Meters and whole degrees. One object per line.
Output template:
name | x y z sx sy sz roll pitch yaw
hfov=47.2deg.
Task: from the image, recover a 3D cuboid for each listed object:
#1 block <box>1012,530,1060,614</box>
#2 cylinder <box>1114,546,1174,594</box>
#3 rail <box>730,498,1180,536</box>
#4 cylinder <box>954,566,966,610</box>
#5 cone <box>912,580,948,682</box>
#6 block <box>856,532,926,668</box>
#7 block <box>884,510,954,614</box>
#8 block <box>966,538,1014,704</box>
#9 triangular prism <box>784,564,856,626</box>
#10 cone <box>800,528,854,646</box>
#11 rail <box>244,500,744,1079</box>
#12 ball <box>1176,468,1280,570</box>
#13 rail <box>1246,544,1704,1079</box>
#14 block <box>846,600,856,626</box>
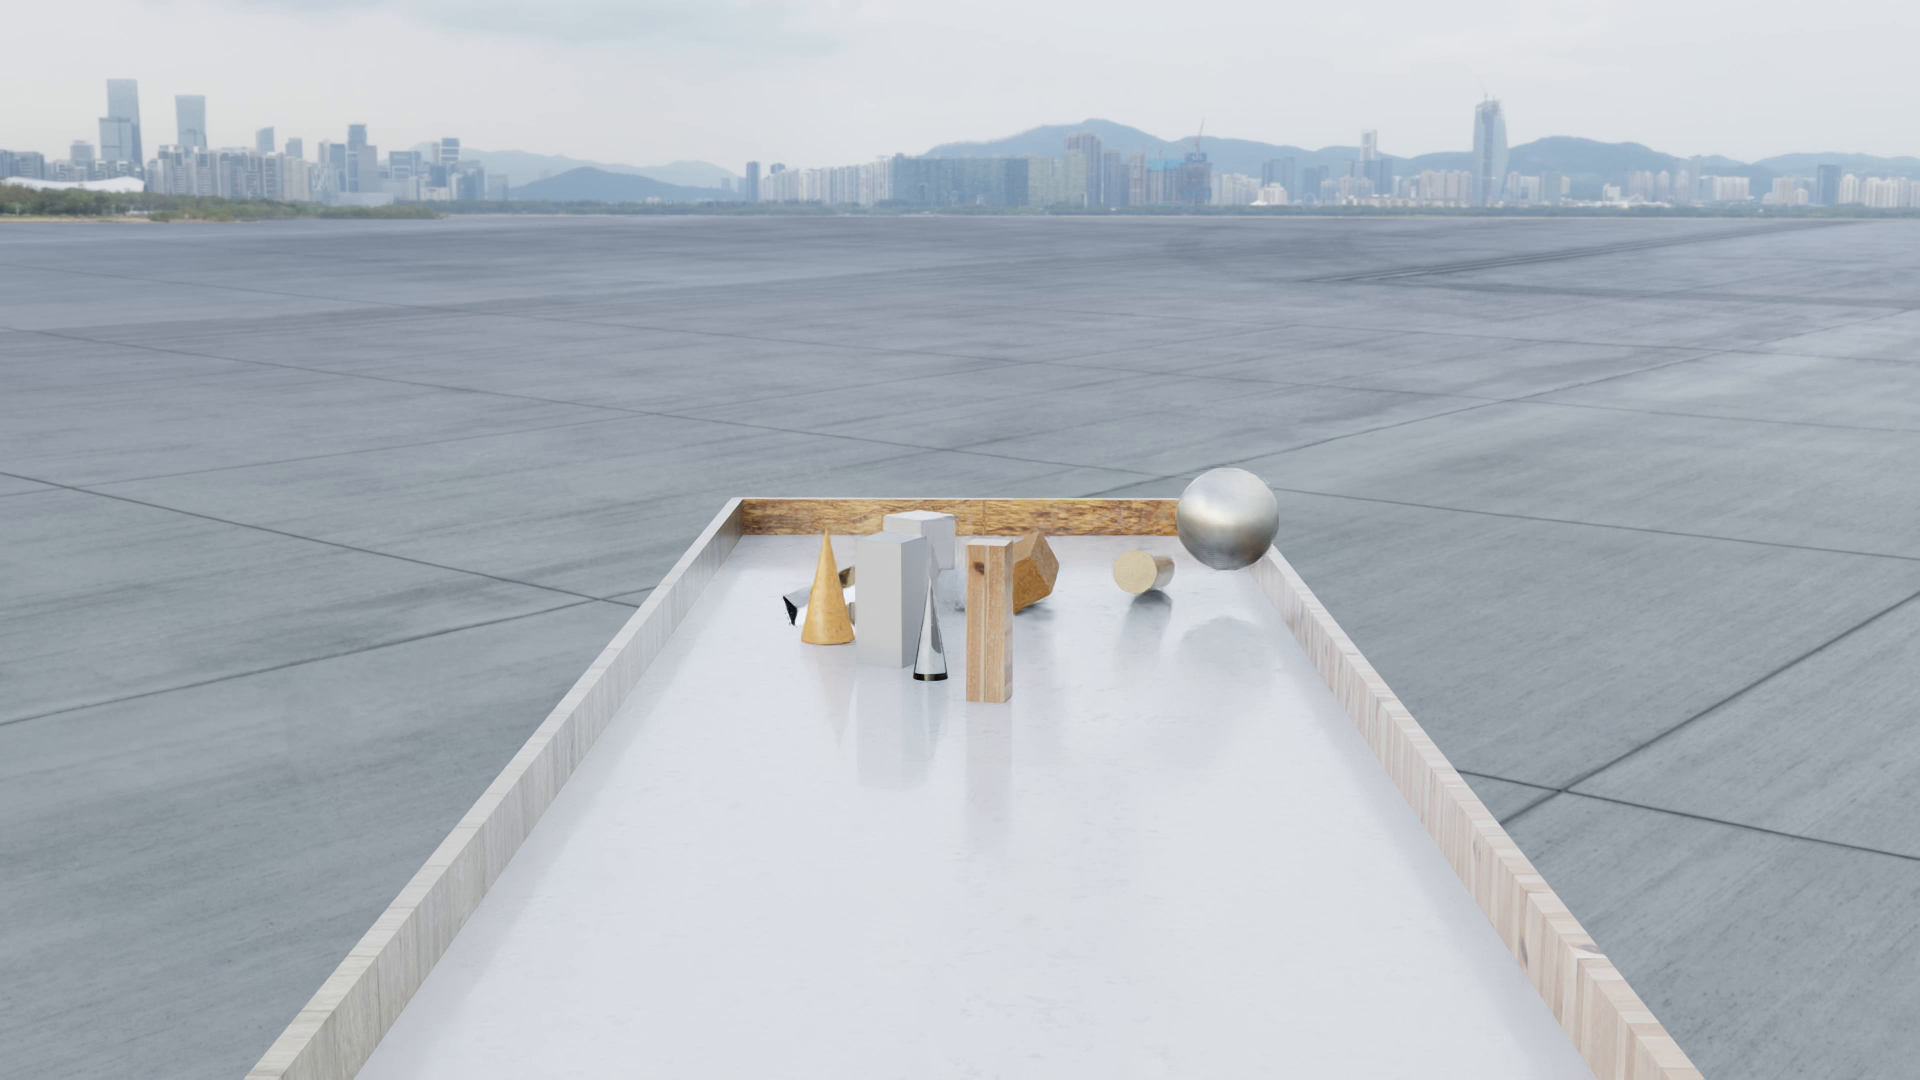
block | 0.232 0.107 7.629 0.149 0.149 0.458 -28 7 11
cylinder | 0.648 0.105 7.718 0.152 0.152 0.356 3 2 16
rail | 0.099 -0.098 9.147 2.100 0.150 0.050 0 9 1
cylinder | -0.008 0.161 7.577 0.130 0.130 0.331 -5 10 -29
cone | -0.087 0.254 6.439 0.105 0.302 0.105 0 9 0
block | -0.207 0.180 6.656 0.158 0.381 0.158 5 10 27
block | -0.137 0.080 7.443 0.169 0.332 0.169 8 12 42
block | 0.083 0.226 6.164 0.110 0.445 0.110 2 9 13
triangular prism | -0.418 0.160 7.098 0.393 0.092 0.106 -24 23 41
cone | -0.422 0.138 6.973 0.174 0.365 0.174 0 9 0
rail | -1.004 0.839 3.234 0.050 0.150 12.000 0 9 1
ball | 0.944 -0.074 7.759 0.363 0.363 0.363 0 9 0
rail | 1.046 0.843 3.208 0.050 0.150 12.000 0 9 1
block | -0.348 0.196 7.337 0.101 0.101 0.308 -4 17 -23
